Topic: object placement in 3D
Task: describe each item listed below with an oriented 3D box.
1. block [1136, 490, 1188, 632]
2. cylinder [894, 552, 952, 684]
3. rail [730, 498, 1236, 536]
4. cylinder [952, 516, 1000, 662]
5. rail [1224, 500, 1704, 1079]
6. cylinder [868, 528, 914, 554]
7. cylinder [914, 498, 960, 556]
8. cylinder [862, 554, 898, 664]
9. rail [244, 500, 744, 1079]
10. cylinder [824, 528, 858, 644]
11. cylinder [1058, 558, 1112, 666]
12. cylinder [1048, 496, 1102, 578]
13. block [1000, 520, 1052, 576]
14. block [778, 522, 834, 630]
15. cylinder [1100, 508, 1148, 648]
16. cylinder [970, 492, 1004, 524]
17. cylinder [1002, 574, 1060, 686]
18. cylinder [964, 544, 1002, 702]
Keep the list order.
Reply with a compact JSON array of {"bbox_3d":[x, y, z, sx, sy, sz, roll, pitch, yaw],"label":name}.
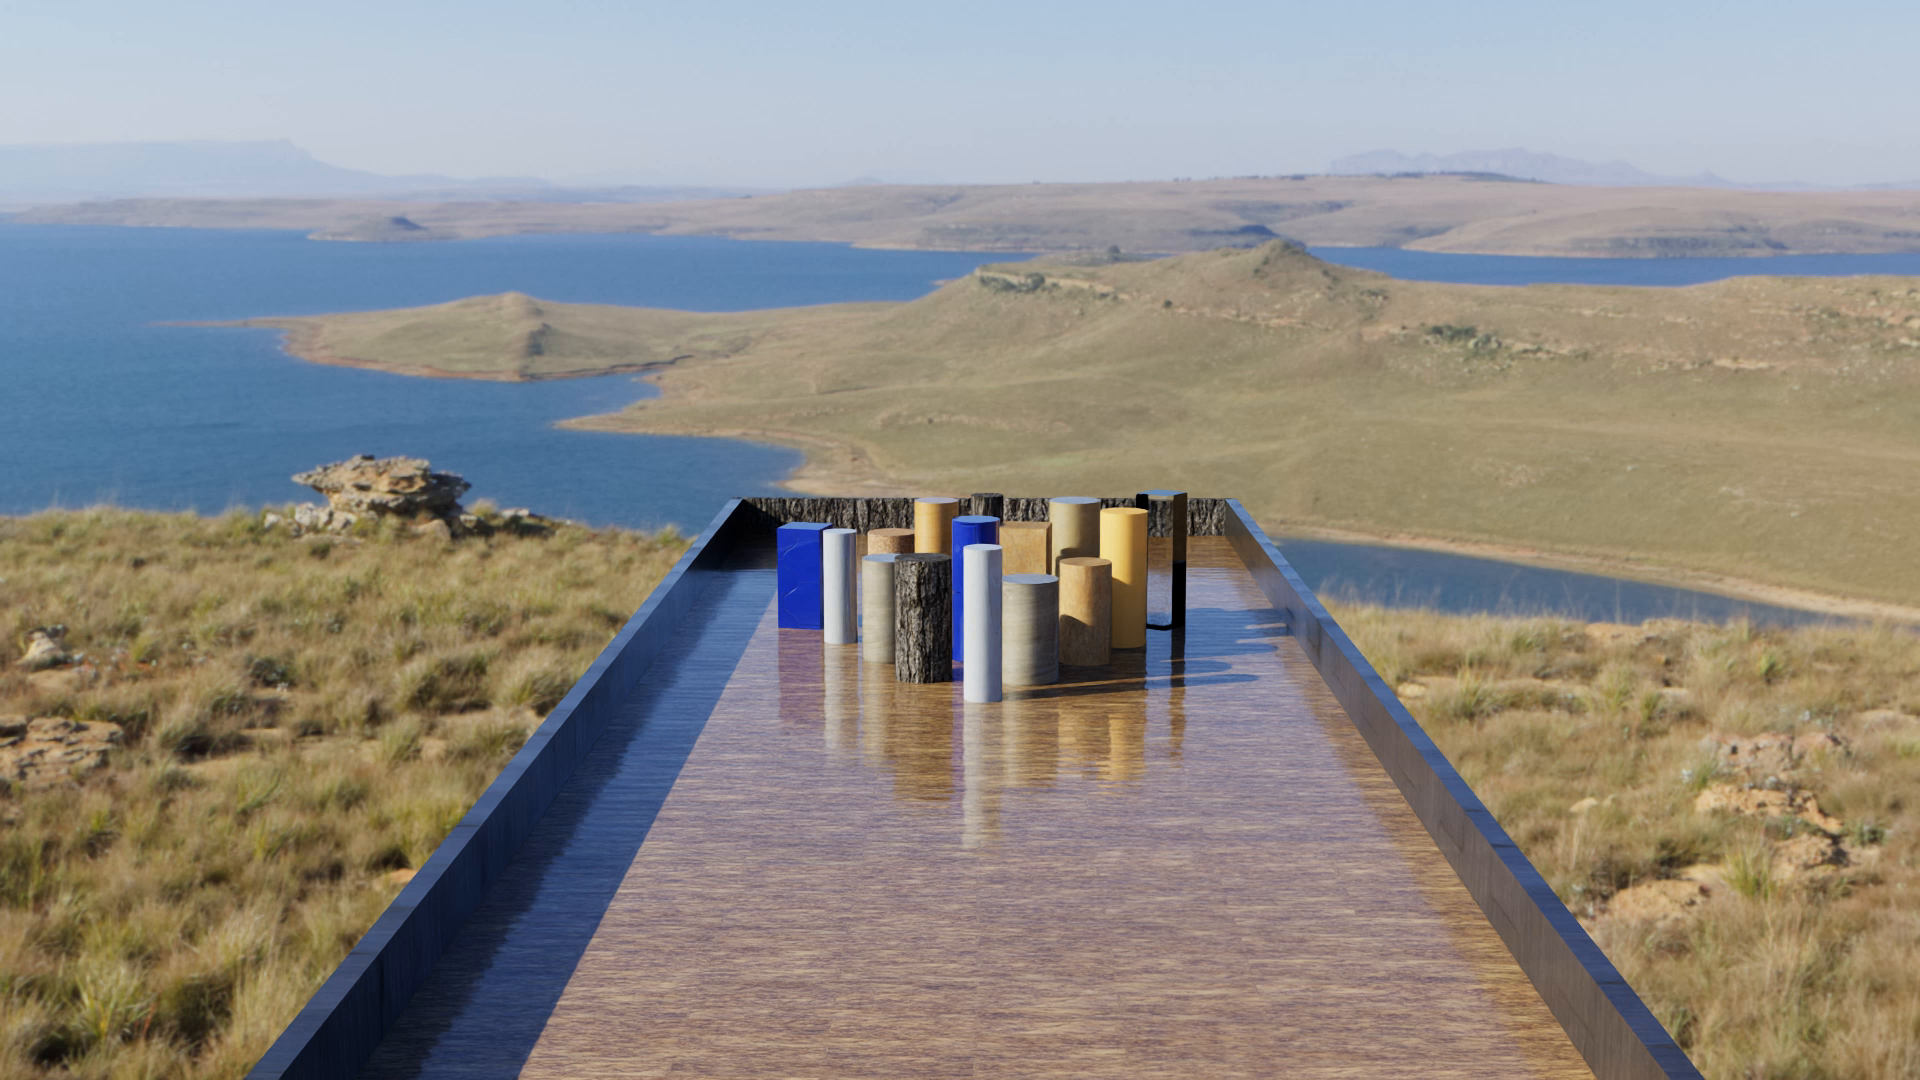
[{"bbox_3d":[0.656,0.065,7.189,0.121,0.442,0.121,7,12,39],"label":"block"},{"bbox_3d":[-0.107,0.227,6.435,0.167,0.358,0.167,0,9,0],"label":"cylinder"},{"bbox_3d":[0.099,-0.098,9.147,2.100,0.150,0.050,0,9,1],"label":"rail"},{"bbox_3d":[0.048,0.149,6.693,0.146,0.431,0.146,0,9,0],"label":"cylinder"},{"bbox_3d":[1.046,0.843,3.208,0.050,0.150,12.000,0,9,1],"label":"rail"},{"bbox_3d":[-0.220,0.129,7.192,0.161,0.314,0.161,0,9,0],"label":"cylinder"},{"bbox_3d":[-0.073,0.101,6.912,0.139,0.457,0.139,0,9,0],"label":"cylinder"},{"bbox_3d":[-0.218,0.208,6.698,0.161,0.312,0.161,0,9,0],"label":"cylinder"},{"bbox_3d":[-1.004,0.839,3.234,0.050,0.150,12.000,0,9,1],"label":"rail"},{"bbox_3d":[-0.378,0.146,6.961,0.107,0.353,0.107,0,9,0],"label":"cylinder"},{"bbox_3d":[0.380,0.216,6.670,0.159,0.306,0.159,0,9,0],"label":"cylinder"},{"bbox_3d":[0.374,0.078,7.172,0.168,0.420,0.168,0,9,0],"label":"cylinder"},{"bbox_3d":[0.204,0.137,6.957,0.155,0.372,0.155,1,9,9],"label":"block"},{"bbox_3d":[-0.506,0.116,7.222,0.144,0.330,0.144,2,9,15],"label":"block"},{"bbox_3d":[0.514,0.117,6.919,0.148,0.422,0.148,0,9,0],"label":"cylinder"},{"bbox_3d":[0.088,0.068,7.193,0.107,0.434,0.107,0,9,0],"label":"cylinder"},{"bbox_3d":[0.200,0.260,6.409,0.179,0.300,0.179,0,9,0],"label":"cylinder"},{"bbox_3d":[0.065,0.233,6.161,0.110,0.431,0.110,0,9,0],"label":"cylinder"}]
